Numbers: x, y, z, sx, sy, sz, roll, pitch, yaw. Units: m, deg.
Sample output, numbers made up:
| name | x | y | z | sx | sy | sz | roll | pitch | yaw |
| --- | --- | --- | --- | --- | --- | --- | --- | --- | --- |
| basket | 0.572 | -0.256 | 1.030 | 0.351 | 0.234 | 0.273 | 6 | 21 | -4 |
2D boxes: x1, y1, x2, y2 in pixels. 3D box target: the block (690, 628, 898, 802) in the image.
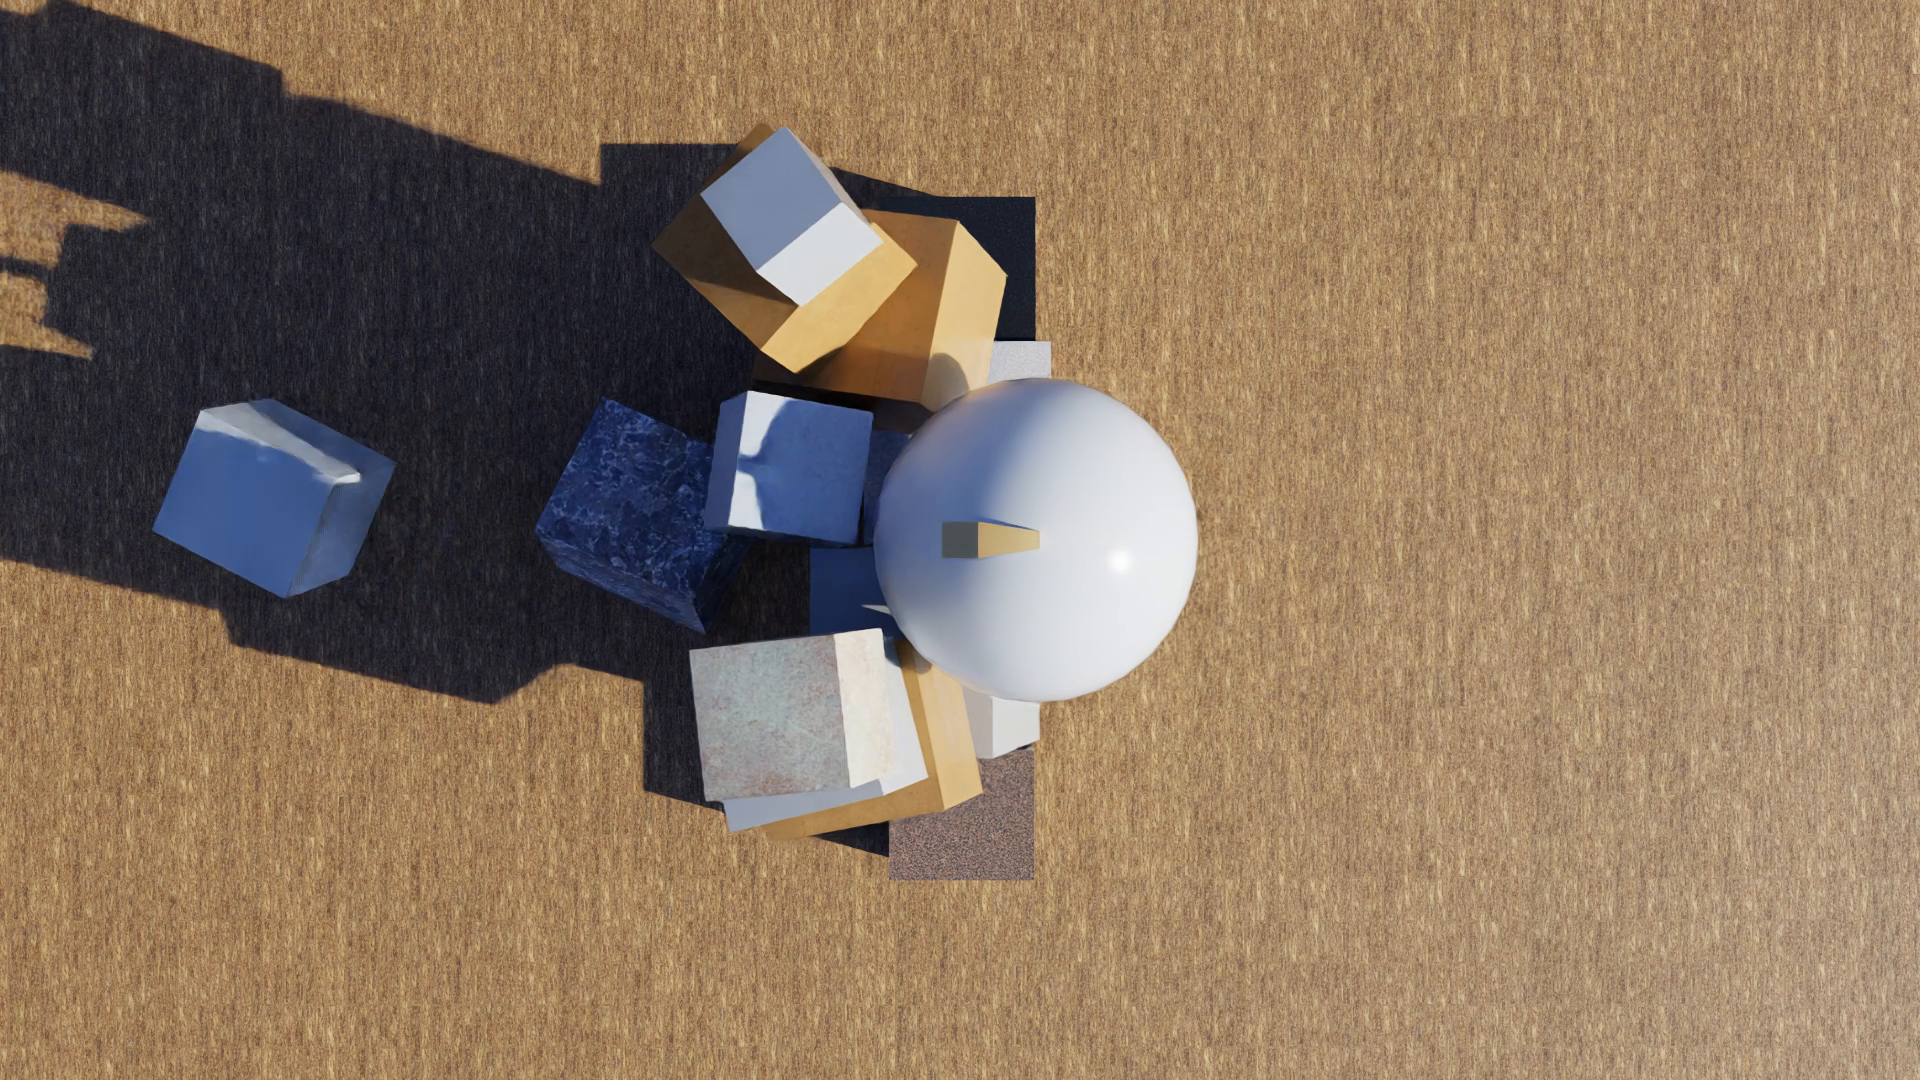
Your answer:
| name | x | y | z | sx | sy | sz | roll | pitch | yaw |
| --- | --- | --- | --- | --- | --- | --- | --- | --- | --- |
| block | -0.739 | 0.776 | 9.905 | 0.672 | 0.715 | 0.667 | -7 | 88 | 15 |

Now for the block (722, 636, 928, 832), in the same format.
| name | x | y | z | sx | sy | sz | roll | pitch | yaw |
| --- | --- | --- | --- | --- | --- | --- | --- | --- | --- |
| block | -0.709 | 0.929 | 10.669 | 0.778 | 0.776 | 0.724 | -15 | 86 | 14 |

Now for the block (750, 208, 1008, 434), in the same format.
| name | x | y | z | sx | sy | sz | roll | pitch | yaw |
| --- | --- | --- | --- | --- | --- | --- | --- | --- | --- |
| block | -0.401 | -1.122 | 11.469 | 0.913 | 0.971 | 0.941 | 9 | 83 | 18 |

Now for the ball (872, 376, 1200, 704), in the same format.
| name | x | y | z | sx | sy | sz | roll | pitch | yaw |
| --- | --- | --- | --- | --- | --- | --- | --- | --- | --- |
| ball | 0.369 | 0.000 | 10.796 | 1.600 | 1.600 | 1.600 | 0 | 90 | 0 |

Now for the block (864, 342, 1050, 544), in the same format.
| name | x | y | z | sx | sy | sz | roll | pitch | yaw |
| --- | --- | --- | --- | --- | --- | --- | --- | --- | --- |
| block | -0.016 | -0.533 | 12.507 | 1.028 | 0.987 | 1.103 | 0 | 90 | 0 |

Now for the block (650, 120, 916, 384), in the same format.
| name | x | y | z | sx | sy | sz | roll | pitch | yaw |
| --- | --- | --- | --- | --- | --- | --- | --- | --- | --- |
| block | -0.851 | -1.397 | 10.771 | 0.804 | 0.691 | 0.803 | 43 | 94 | 18 |

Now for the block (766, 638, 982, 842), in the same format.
| name | x | y | z | sx | sy | sz | roll | pitch | yaw |
| --- | --- | --- | --- | --- | --- | --- | --- | --- | --- |
| block | -0.510 | 1.007 | 11.422 | 0.940 | 0.782 | 0.878 | -12 | 87 | 14 |

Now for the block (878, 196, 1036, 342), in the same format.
| name | x | y | z | sx | sy | sz | roll | pitch | yaw |
| --- | --- | --- | --- | --- | --- | --- | --- | --- | --- |
| block | -0.019 | -1.489 | 12.536 | 0.867 | 0.928 | 0.793 | 0 | 90 | 0 |

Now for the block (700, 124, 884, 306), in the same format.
| name | x | y | z | sx | sy | sz | roll | pitch | yaw |
| --- | --- | --- | --- | --- | --- | --- | --- | --- | --- |
| block | -0.763 | -1.475 | 10.081 | 0.493 | 0.594 | 0.474 | -38 | 72 | 7 |

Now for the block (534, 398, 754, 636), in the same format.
| name | x | y | z | sx | sy | sz | roll | pitch | yaw |
| --- | --- | --- | --- | --- | --- | --- | --- | --- | --- |
| block | -1.716 | -0.121 | 12.432 | 0.957 | 0.887 | 0.834 | 24 | 76 | 5 |

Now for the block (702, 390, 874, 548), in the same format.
| name | x | y | z | sx | sy | sz | roll | pitch | yaw |
| --- | --- | --- | --- | --- | --- | --- | --- | --- | --- |
| block | -0.870 | -0.342 | 11.037 | 0.638 | 0.679 | 0.659 | 9 | 86 | -17 |

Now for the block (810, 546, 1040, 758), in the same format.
| name | x | y | z | sx | sy | sz | roll | pitch | yaw |
| --- | --- | --- | --- | --- | --- | --- | --- | --- | --- |
| block | -0.176 | 0.600 | 12.324 | 1.011 | 1.133 | 1.124 | -1 | 90 | 15 |

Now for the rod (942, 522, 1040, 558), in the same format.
| name | x | y | z | sx | sy | sz | roll | pitch | yaw |
| --- | --- | --- | --- | --- | --- | --- | --- | --- | --- |
| rod | 0.160 | 0.000 | 7.402 | 0.080 | 5.200 | 0.080 | 0 | 90 | 4 |

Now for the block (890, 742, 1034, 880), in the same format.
| name | x | y | z | sx | sy | sz | roll | pitch | yaw |
| --- | --- | --- | --- | --- | --- | --- | --- | --- | --- |
| block | 0.009 | 1.525 | 12.589 | 0.803 | 0.821 | 0.719 | 0 | 90 | 0 |

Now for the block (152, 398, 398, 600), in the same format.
| name | x | y | z | sx | sy | sz | roll | pitch | yaw |
| --- | --- | --- | --- | --- | --- | --- | --- | --- | --- |
| block | -3.846 | -0.250 | 12.398 | 0.839 | 0.849 | 0.741 | 27 | 101 | 4 |
